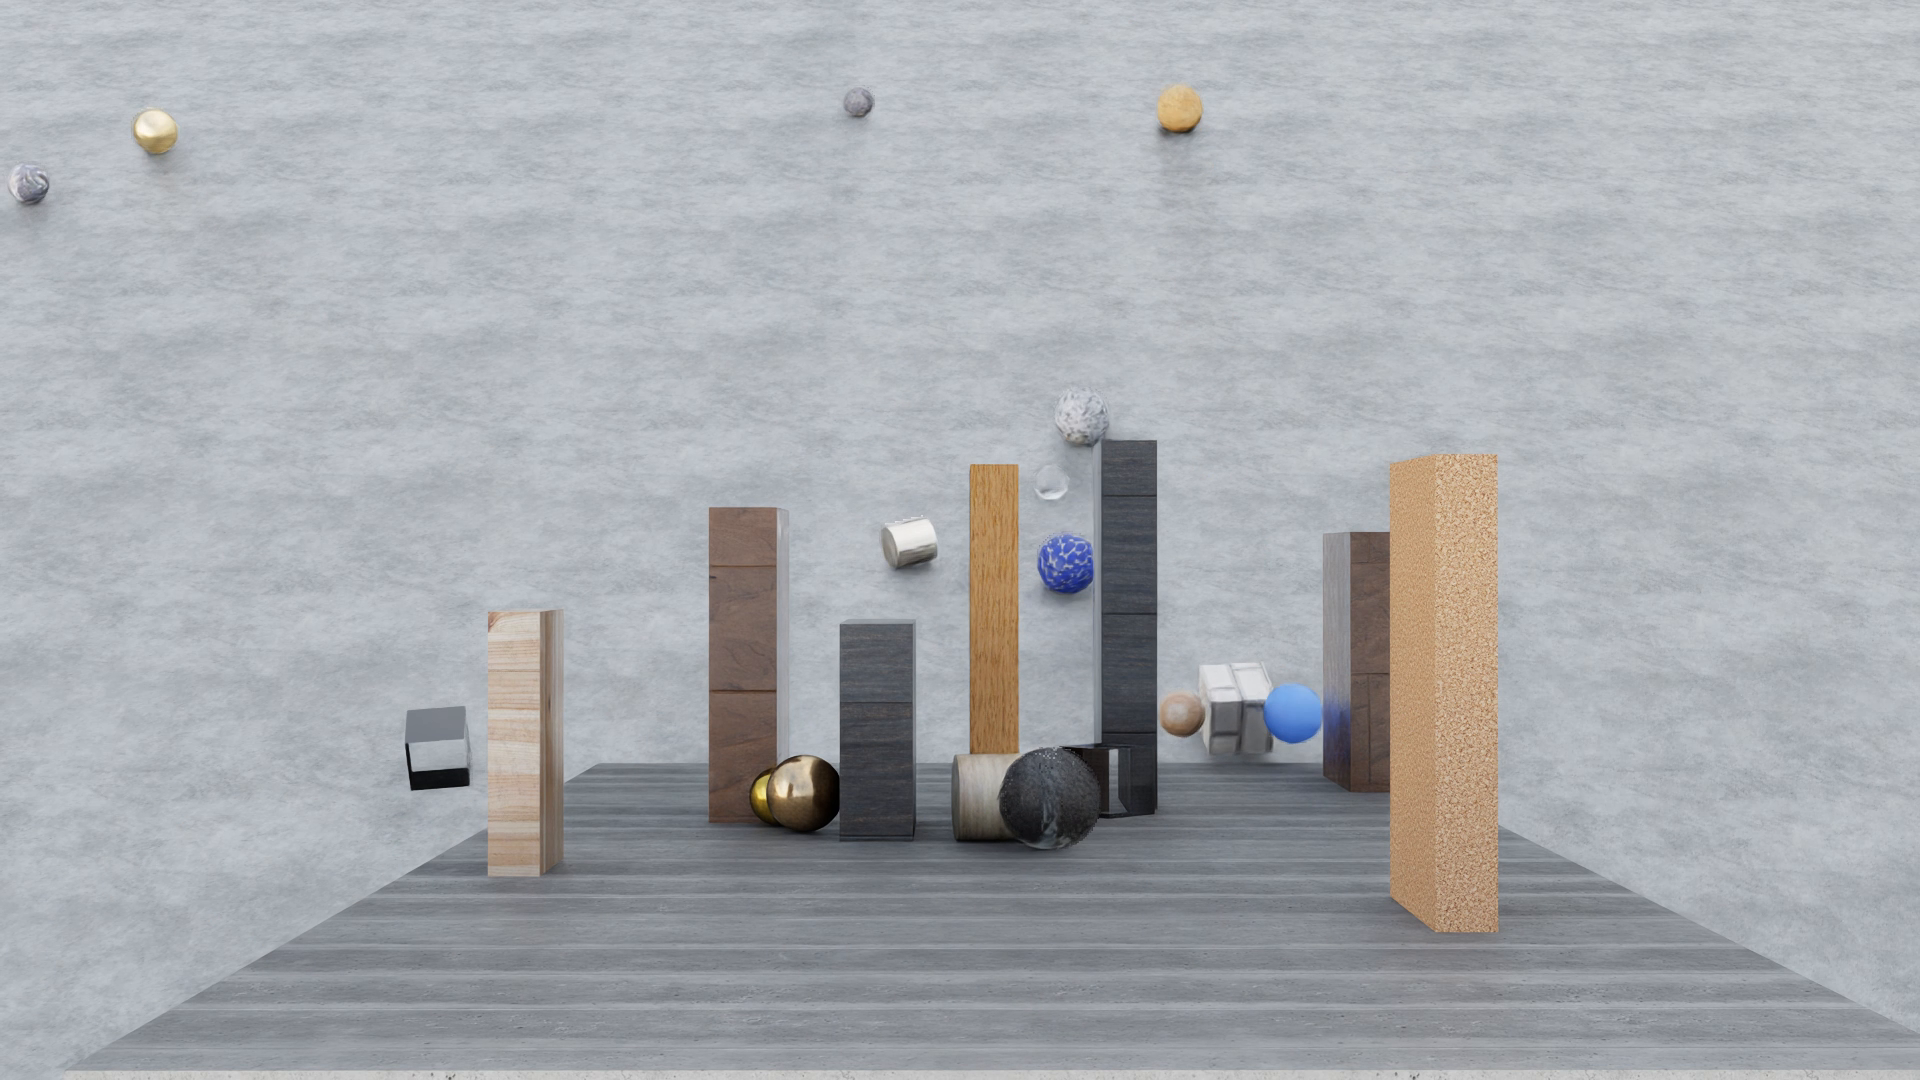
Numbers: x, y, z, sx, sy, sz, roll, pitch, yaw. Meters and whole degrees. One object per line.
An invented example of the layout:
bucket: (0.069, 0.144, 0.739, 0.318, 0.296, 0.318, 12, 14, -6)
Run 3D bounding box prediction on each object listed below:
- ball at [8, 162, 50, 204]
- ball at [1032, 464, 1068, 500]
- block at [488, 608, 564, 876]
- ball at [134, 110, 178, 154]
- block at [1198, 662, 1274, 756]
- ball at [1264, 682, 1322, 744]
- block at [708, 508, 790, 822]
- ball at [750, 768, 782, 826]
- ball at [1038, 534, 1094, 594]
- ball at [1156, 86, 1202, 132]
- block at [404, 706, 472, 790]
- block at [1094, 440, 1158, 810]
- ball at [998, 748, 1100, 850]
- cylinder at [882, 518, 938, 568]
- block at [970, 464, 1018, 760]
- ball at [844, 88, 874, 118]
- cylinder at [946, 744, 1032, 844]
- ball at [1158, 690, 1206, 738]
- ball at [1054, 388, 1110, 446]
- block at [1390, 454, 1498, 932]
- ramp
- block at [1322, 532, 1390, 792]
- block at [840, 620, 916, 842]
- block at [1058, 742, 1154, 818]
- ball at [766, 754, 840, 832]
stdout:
ball: (-3.578, -1.371, 9.944, 0.154, 0.154, 0.154, 0, 31, 0)
ball: (0.280, -0.179, 7.999, 0.113, 0.113, 0.113, 0, 31, 0)
block: (-0.744, 0.341, 4.446, 0.086, 0.441, 0.264, 0, 0, 0)
ball: (-3.220, -1.636, 10.367, 0.173, 0.173, 0.173, 0, 31, 0)
block: (0.735, 0.450, 6.892, 0.172, 0.172, 0.172, -3, 31, -6)
ball: (0.860, 0.447, 6.686, 0.155, 0.155, 0.155, 0, 31, 0)
block: (-0.435, 0.251, 5.377, 0.136, 0.632, 0.383, 0, 0, 0)
ball: (-0.359, 0.507, 5.127, 0.116, 0.116, 0.116, 0, 31, 0)
ball: (0.313, 0.070, 7.523, 0.175, 0.175, 0.175, 0, 31, 0)
ball: (0.895, -1.756, 10.551, 0.189, 0.189, 0.189, 0, 31, 0)
block: (-1.362, 0.543, 6.759, 0.151, 0.151, 0.151, -4, 31, -7)
block: (0.357, 0.179, 5.612, 0.118, 0.778, 0.312, 0, 0, 0)
ball: (0.162, 0.470, 4.708, 0.185, 0.185, 0.185, 0, 31, 0)
cylinder: (-0.150, 0.010, 7.669, 0.127, 0.127, 0.127, -13, 33, -21)
block: (0.066, 0.211, 5.164, 0.092, 0.710, 0.408, 0, 0, 0)
ball: (-0.419, -1.807, 10.701, 0.122, 0.122, 0.122, 0, 31, 0)
cylinder: (0.072, 0.483, 4.872, 0.162, 0.162, 0.162, -15, 33, -7)
ball: (0.578, 0.453, 6.753, 0.123, 0.123, 0.123, 0, 31, 0)
ball: (0.392, -0.394, 8.291, 0.180, 0.180, 0.180, 0, 31, 0)
block: (0.718, 0.218, 3.866, 0.089, 0.678, 0.385, 0, 0, 0)
ramp: (0.069, 0.613, 4.686, 2.000, 0.100, 4.000, 0, 0, 0)
block: (0.940, 0.277, 6.069, 0.117, 0.588, 0.443, 0, 0, 0)
block: (-0.157, 0.361, 5.028, 0.137, 0.407, 0.375, 0, 0, 0)
block: (0.304, 0.497, 5.355, 0.140, 0.140, 0.140, 0, -1, -44)
ball: (-0.300, 0.490, 5.009, 0.150, 0.150, 0.150, 0, 31, 0)
